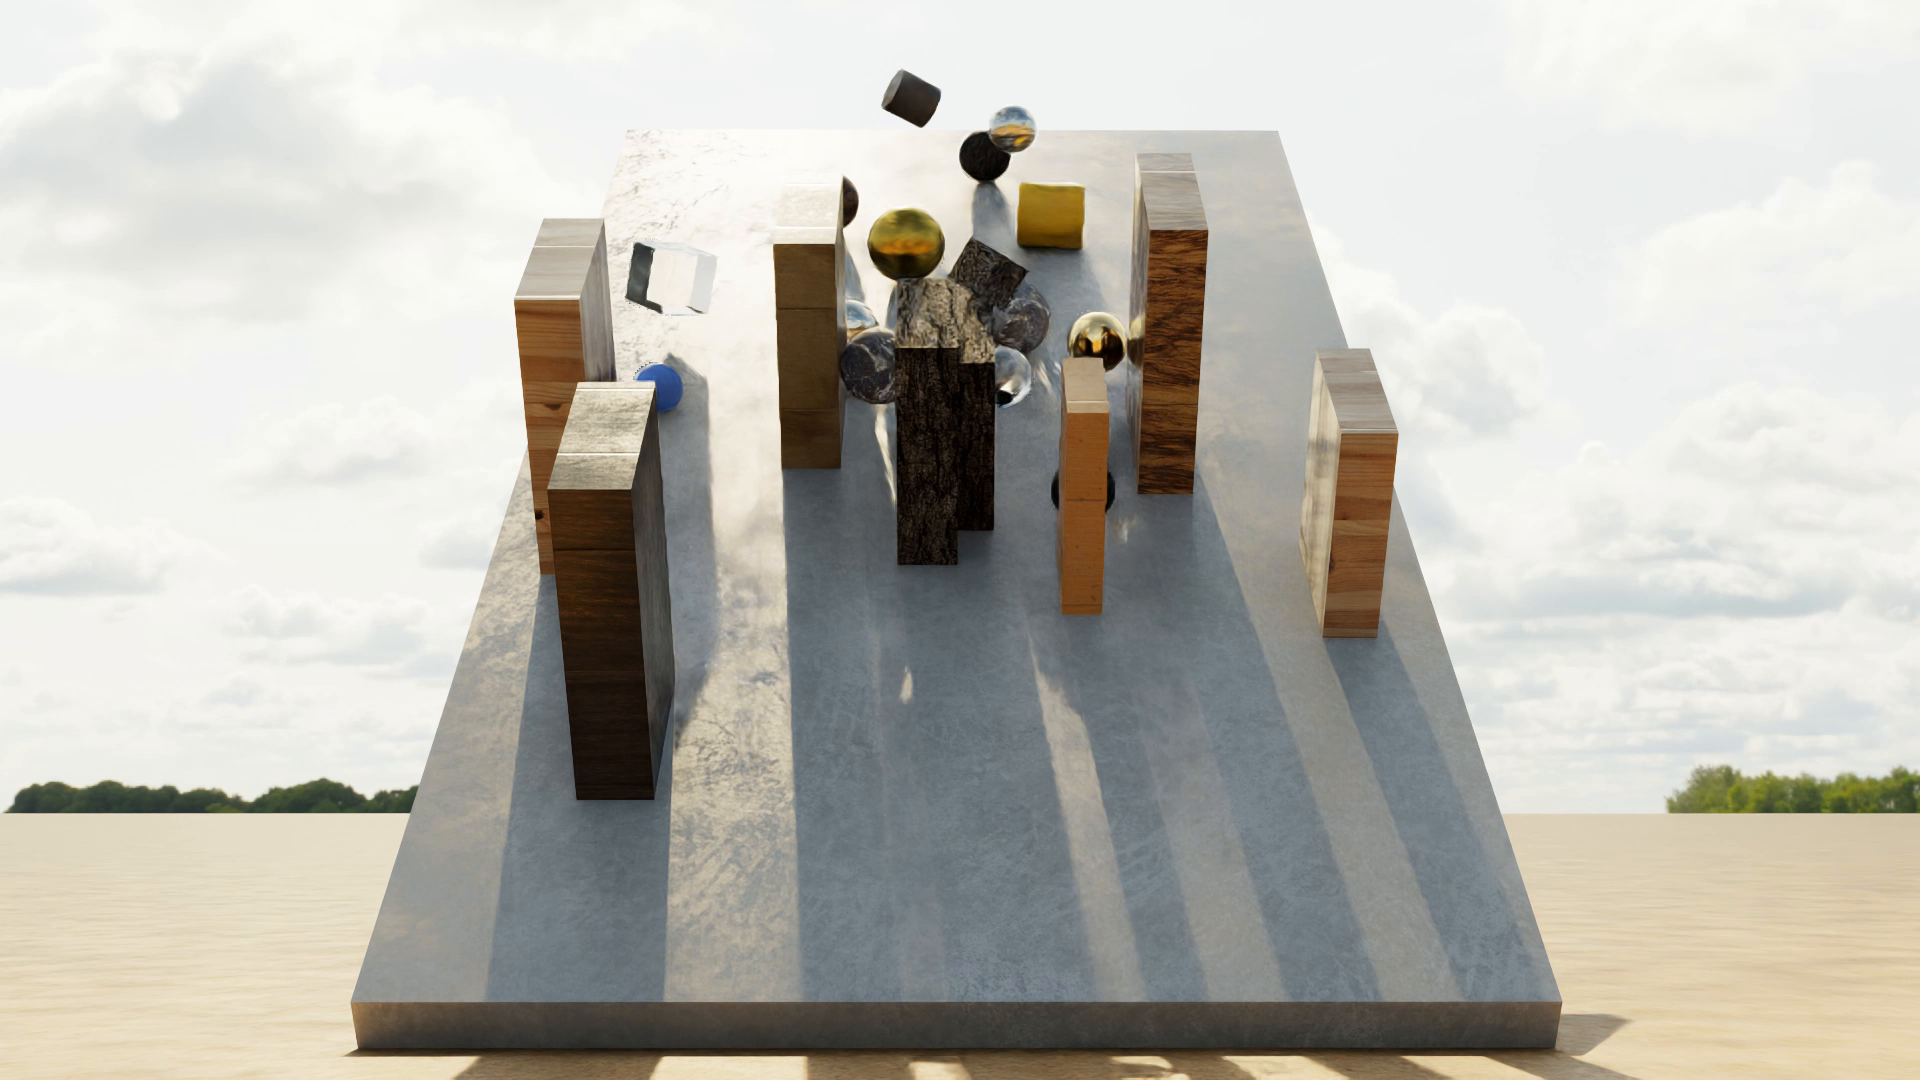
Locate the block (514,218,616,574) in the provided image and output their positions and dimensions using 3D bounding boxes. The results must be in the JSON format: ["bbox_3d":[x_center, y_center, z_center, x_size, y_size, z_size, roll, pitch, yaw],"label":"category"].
[{"bbox_3d":[-0.829,-0.309,5.182,0.131,0.641,0.418,0,30,0],"label":"block"}]

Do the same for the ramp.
[{"bbox_3d":[-0.013,-0.206,5.745,2.000,0.100,4.000,0,30,0],"label":"ramp"}]

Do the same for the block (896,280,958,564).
[{"bbox_3d":[-0.070,-0.255,5.217,0.128,0.518,0.337,0,30,0],"label":"block"}]

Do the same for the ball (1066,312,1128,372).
[{"bbox_3d":[0.330,-0.474,5.813,0.148,0.148,0.148,0,-6,0],"label":"ball"}]

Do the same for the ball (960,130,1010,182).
[{"bbox_3d":[0.072,-1.122,7.061,0.150,0.150,0.150,0,-6,0],"label":"ball"}]

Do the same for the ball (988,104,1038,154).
[{"bbox_3d":[0.146,-1.146,6.747,0.137,0.137,0.137,0,-6,0],"label":"ball"}]

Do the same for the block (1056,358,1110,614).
[{"bbox_3d":[0.253,-0.111,5.020,0.084,0.471,0.248,0,30,0],"label":"block"}]

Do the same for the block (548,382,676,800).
[{"bbox_3d":[-0.636,0.094,4.480,0.143,0.657,0.406,0,30,0],"label":"block"}]

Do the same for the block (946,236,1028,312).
[{"bbox_3d":[0.063,-0.613,5.586,0.109,0.109,0.109,35,7,38],"label":"block"}]

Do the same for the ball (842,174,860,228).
[{"bbox_3d":[-0.366,-0.939,6.722,0.173,0.173,0.173,0,-6,0],"label":"ball"}]

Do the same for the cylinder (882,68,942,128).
[{"bbox_3d":[-0.144,-1.308,7.179,0.130,0.130,0.130,25,-15,-19],"label":"cylinder"}]

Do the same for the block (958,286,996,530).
[{"bbox_3d":[0.002,-0.297,5.395,0.145,0.411,0.393,0,30,0],"label":"block"}]

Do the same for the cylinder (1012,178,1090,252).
[{"bbox_3d":[0.251,-0.892,6.641,0.175,0.175,0.175,12,-4,13],"label":"cylinder"}]

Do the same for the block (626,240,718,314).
[{"bbox_3d":[-0.736,-0.669,6.178,0.152,0.152,0.152,25,20,39],"label":"block"}]

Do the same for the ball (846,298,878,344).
[{"bbox_3d":[-0.279,-0.515,5.969,0.159,0.159,0.159,0,-6,0],"label":"ball"}]

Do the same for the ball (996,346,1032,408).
[{"bbox_3d":[0.102,-0.392,5.818,0.147,0.147,0.147,0,-6,0],"label":"ball"}]

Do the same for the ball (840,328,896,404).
[{"bbox_3d":[-0.187,-0.398,5.557,0.176,0.176,0.176,0,-6,0],"label":"ball"}]

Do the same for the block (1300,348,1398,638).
[{"bbox_3d":[0.798,-0.100,5.002,0.112,0.473,0.380,0,30,0],"label":"block"}]

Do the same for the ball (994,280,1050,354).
[{"bbox_3d":[0.132,-0.555,6.053,0.191,0.191,0.191,0,-6,0],"label":"ball"}]

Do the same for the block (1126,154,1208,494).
[{"bbox_3d":[0.464,-0.494,5.503,0.125,0.644,0.443,0,30,0],"label":"block"}]

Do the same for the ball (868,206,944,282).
[{"bbox_3d":[-0.143,-0.786,6.432,0.205,0.205,0.205,0,-6,0],"label":"ball"}]

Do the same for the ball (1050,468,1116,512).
[{"bbox_3d":[0.271,-0.109,5.341,0.143,0.143,0.143,0,-6,0],"label":"ball"}]

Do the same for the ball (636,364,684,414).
[{"bbox_3d":[-0.721,-0.362,5.791,0.117,0.117,0.117,0,-6,0],"label":"ball"}]

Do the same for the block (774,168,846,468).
[{"bbox_3d":[-0.343,-0.517,5.620,0.135,0.560,0.441,0,30,0],"label":"block"}]
